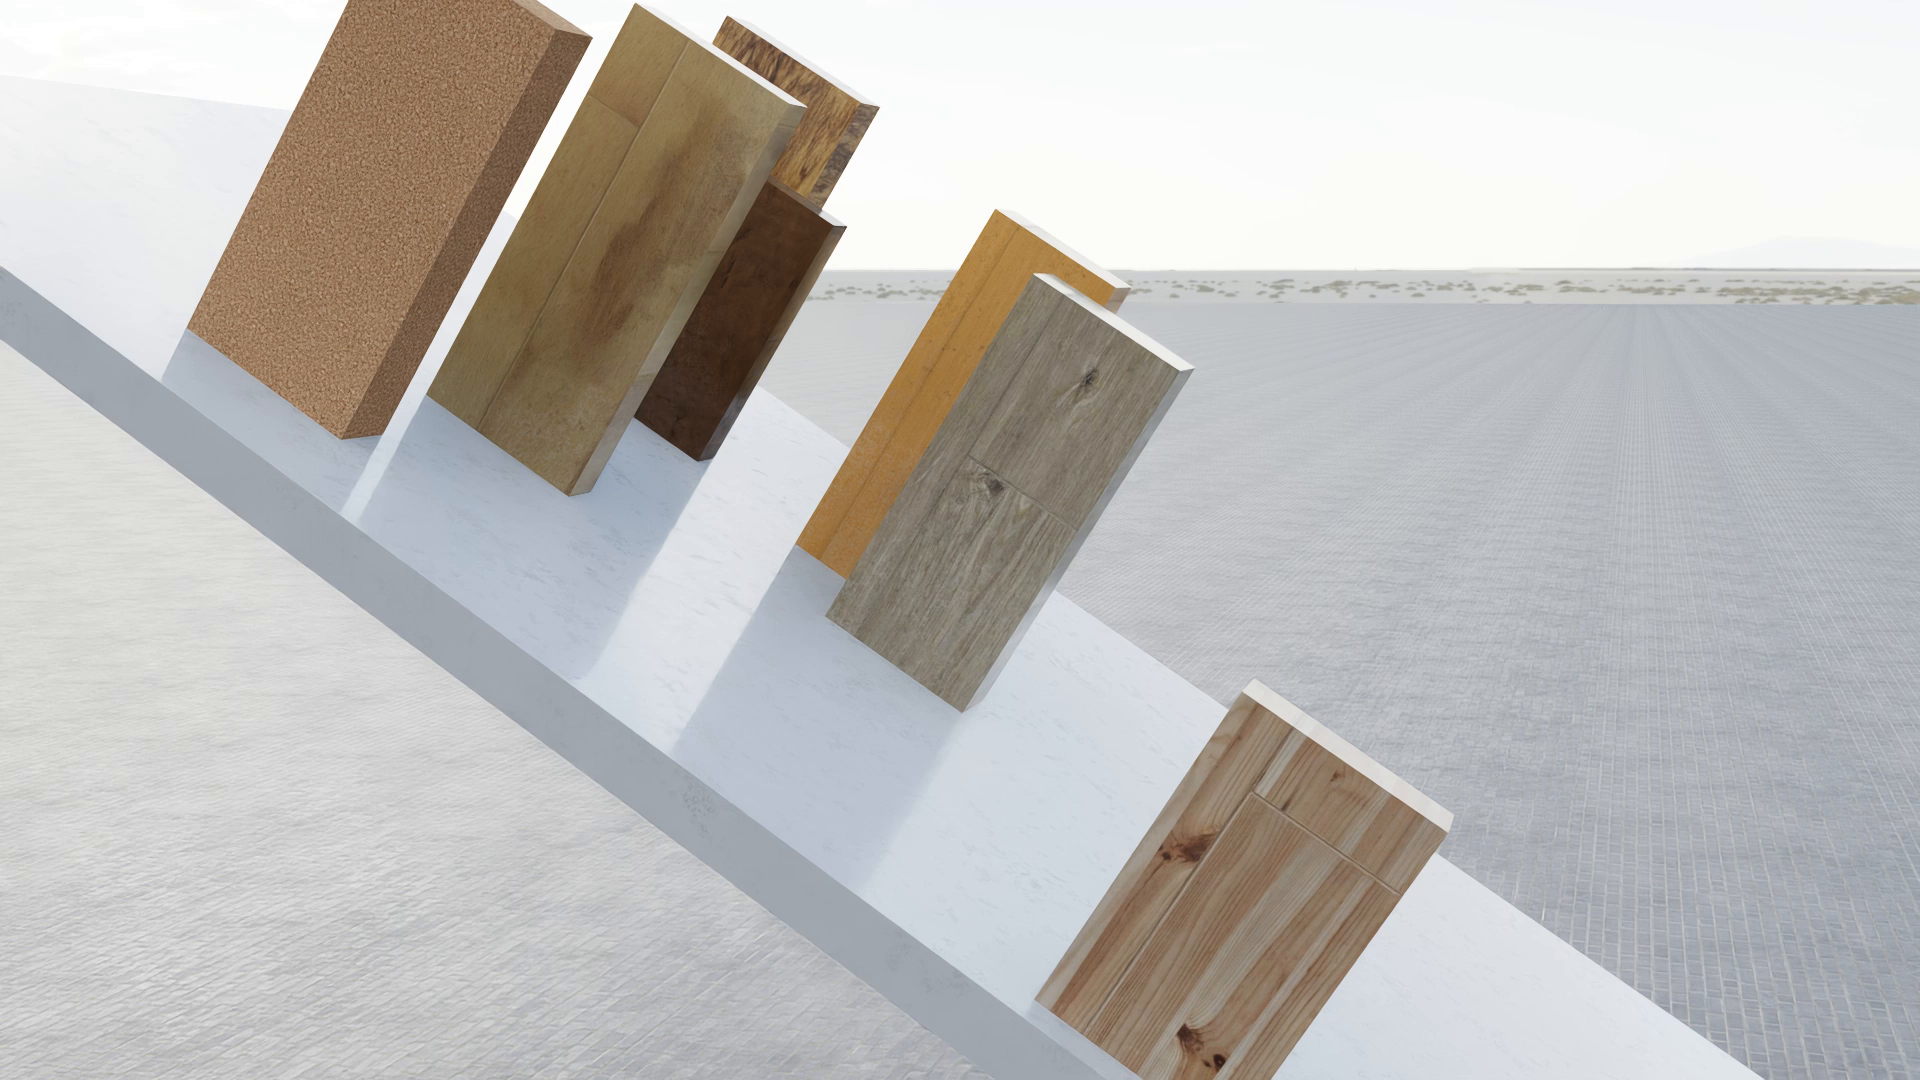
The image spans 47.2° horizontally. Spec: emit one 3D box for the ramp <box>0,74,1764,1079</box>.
[{"bbox_3d":[-0.144,0.240,4.108,4.000,0.100,2.000,35,15,11],"label":"ramp"}]

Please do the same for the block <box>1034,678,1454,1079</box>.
[{"bbox_3d":[0.389,0.512,3.049,0.328,0.541,0.101,35,15,11],"label":"block"}]

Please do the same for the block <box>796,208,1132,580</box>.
[{"bbox_3d":[0.002,-0.237,4.247,0.275,0.763,0.136,35,15,11],"label":"block"}]

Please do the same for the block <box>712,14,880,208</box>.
[{"bbox_3d":[-0.516,-0.687,4.674,0.348,0.754,0.121,35,15,11],"label":"block"}]

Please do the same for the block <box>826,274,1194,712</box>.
[{"bbox_3d":[0.086,-0.084,3.972,0.311,0.736,0.136,35,15,11],"label":"block"}]

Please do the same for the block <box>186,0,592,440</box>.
[{"bbox_3d":[-0.916,-0.566,3.508,0.332,0.745,0.124,35,15,11],"label":"block"}]

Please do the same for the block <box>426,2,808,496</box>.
[{"bbox_3d":[-0.604,-0.496,3.819,0.328,0.789,0.085,35,15,11],"label":"block"}]

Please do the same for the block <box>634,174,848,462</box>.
[{"bbox_3d":[-0.536,-0.501,4.427,0.397,0.554,0.084,35,15,11],"label":"block"}]
